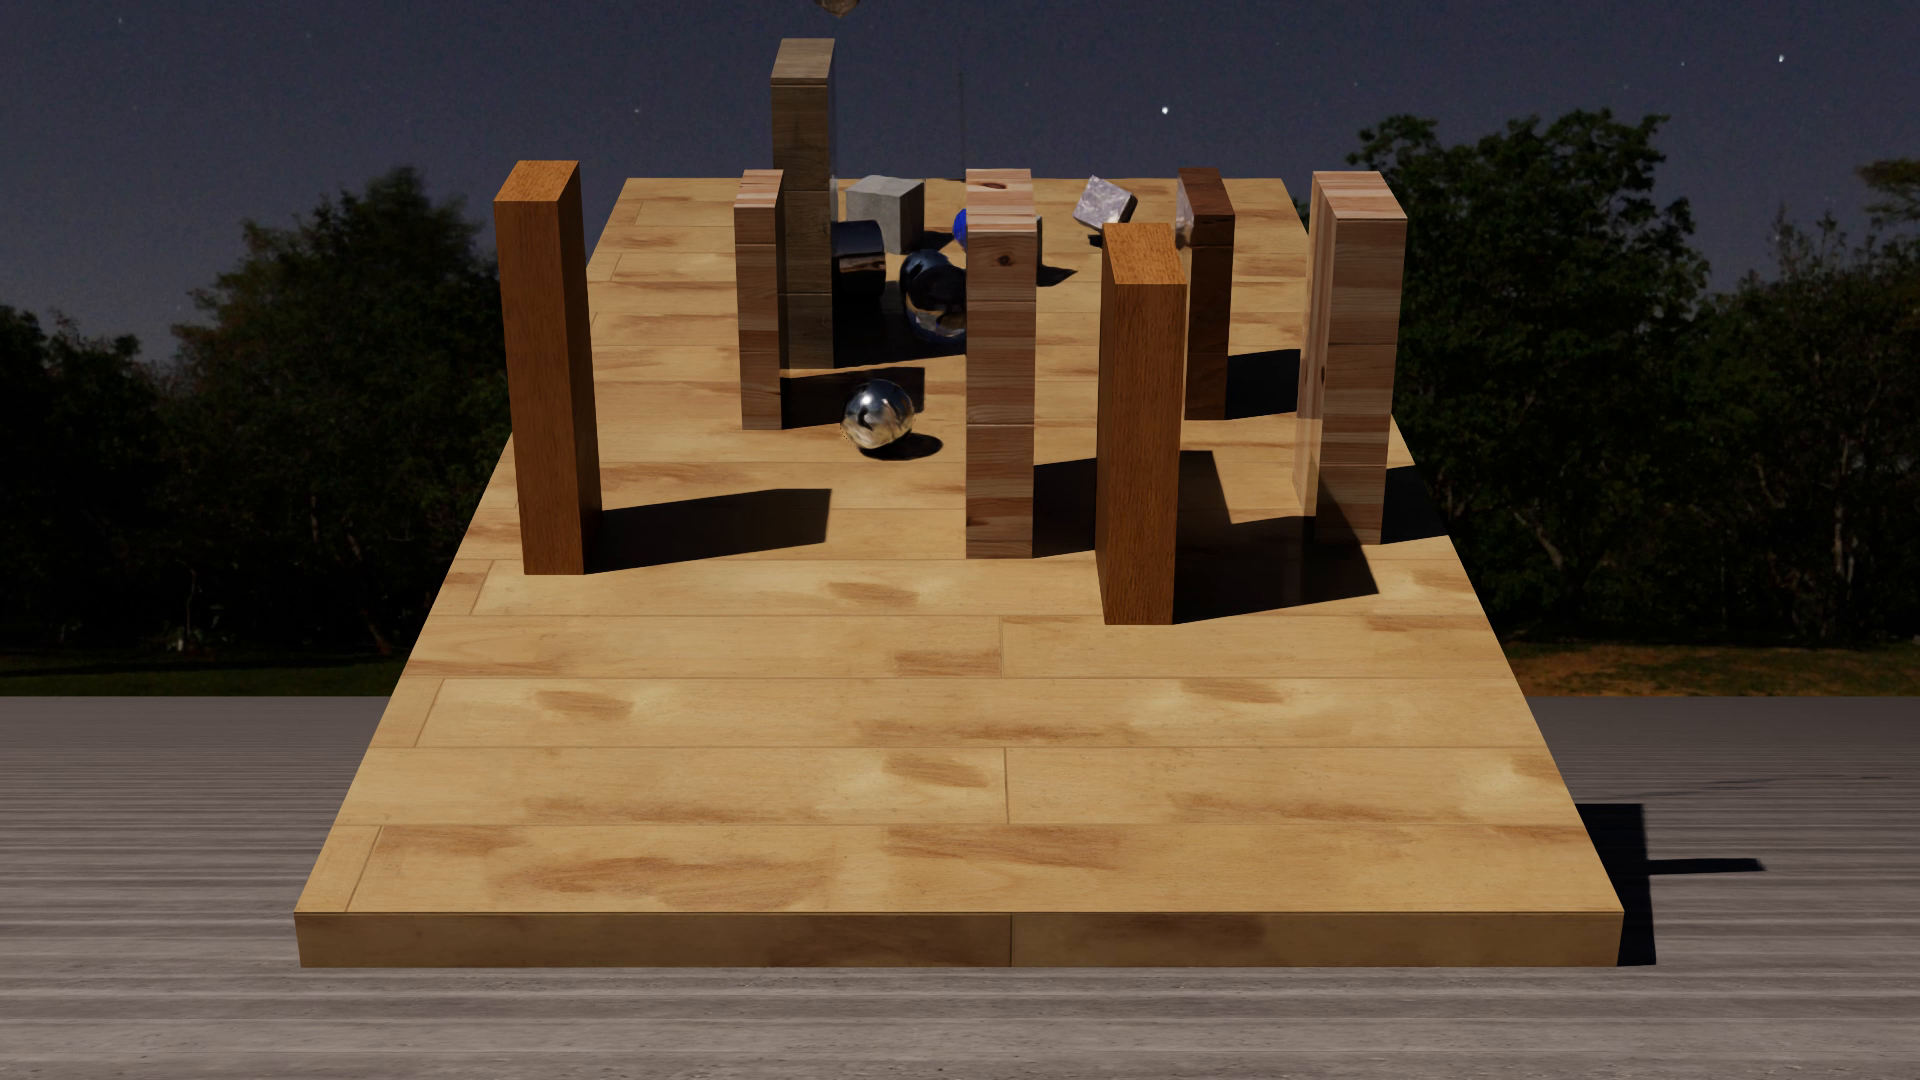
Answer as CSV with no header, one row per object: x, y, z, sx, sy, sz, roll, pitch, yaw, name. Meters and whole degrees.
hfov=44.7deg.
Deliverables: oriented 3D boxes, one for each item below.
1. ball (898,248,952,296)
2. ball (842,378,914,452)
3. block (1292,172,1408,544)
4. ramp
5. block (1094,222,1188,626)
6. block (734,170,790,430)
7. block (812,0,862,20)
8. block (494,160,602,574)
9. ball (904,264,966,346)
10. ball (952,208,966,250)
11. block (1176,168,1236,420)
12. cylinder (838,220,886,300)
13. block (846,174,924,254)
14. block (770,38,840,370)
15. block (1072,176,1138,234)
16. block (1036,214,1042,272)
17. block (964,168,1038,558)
-0.086,-0.680,6.037,0.146,0.146,0.146,0,-4,0,ball
-0.180,-0.274,5.131,0.161,0.161,0.161,0,-4,0,ball
0.780,-0.368,4.716,0.134,0.682,0.326,0,25,0,block
-0.009,-0.229,5.348,2.000,0.100,4.000,0,25,0,ramp
0.335,-0.222,4.410,0.126,0.670,0.369,0,25,0,block
-0.447,-0.547,5.297,0.089,0.518,0.301,0,25,0,block
-0.354,-1.682,6.817,0.188,0.188,0.188,28,-32,-25,block
-0.795,-0.332,4.542,0.117,0.755,0.276,0,25,0,block
-0.037,-0.578,5.749,0.200,0.200,0.200,0,-4,0,ball
0.044,-0.860,6.453,0.128,0.128,0.128,0,-4,0,ball
0.557,-0.572,5.398,0.092,0.486,0.381,0,25,0,block
-0.314,-0.724,6.066,0.202,0.202,0.202,-6,-2,-14,cylinder
-0.208,-0.908,6.509,0.166,0.166,0.166,10,26,21,block
-0.369,-0.818,5.662,0.130,0.708,0.408,0,25,0,block
0.406,-0.924,6.508,0.125,0.125,0.125,27,4,13,block
0.122,-0.781,6.229,0.149,0.149,0.149,14,34,22,block
0.078,-0.359,4.702,0.131,0.675,0.430,0,25,0,block
